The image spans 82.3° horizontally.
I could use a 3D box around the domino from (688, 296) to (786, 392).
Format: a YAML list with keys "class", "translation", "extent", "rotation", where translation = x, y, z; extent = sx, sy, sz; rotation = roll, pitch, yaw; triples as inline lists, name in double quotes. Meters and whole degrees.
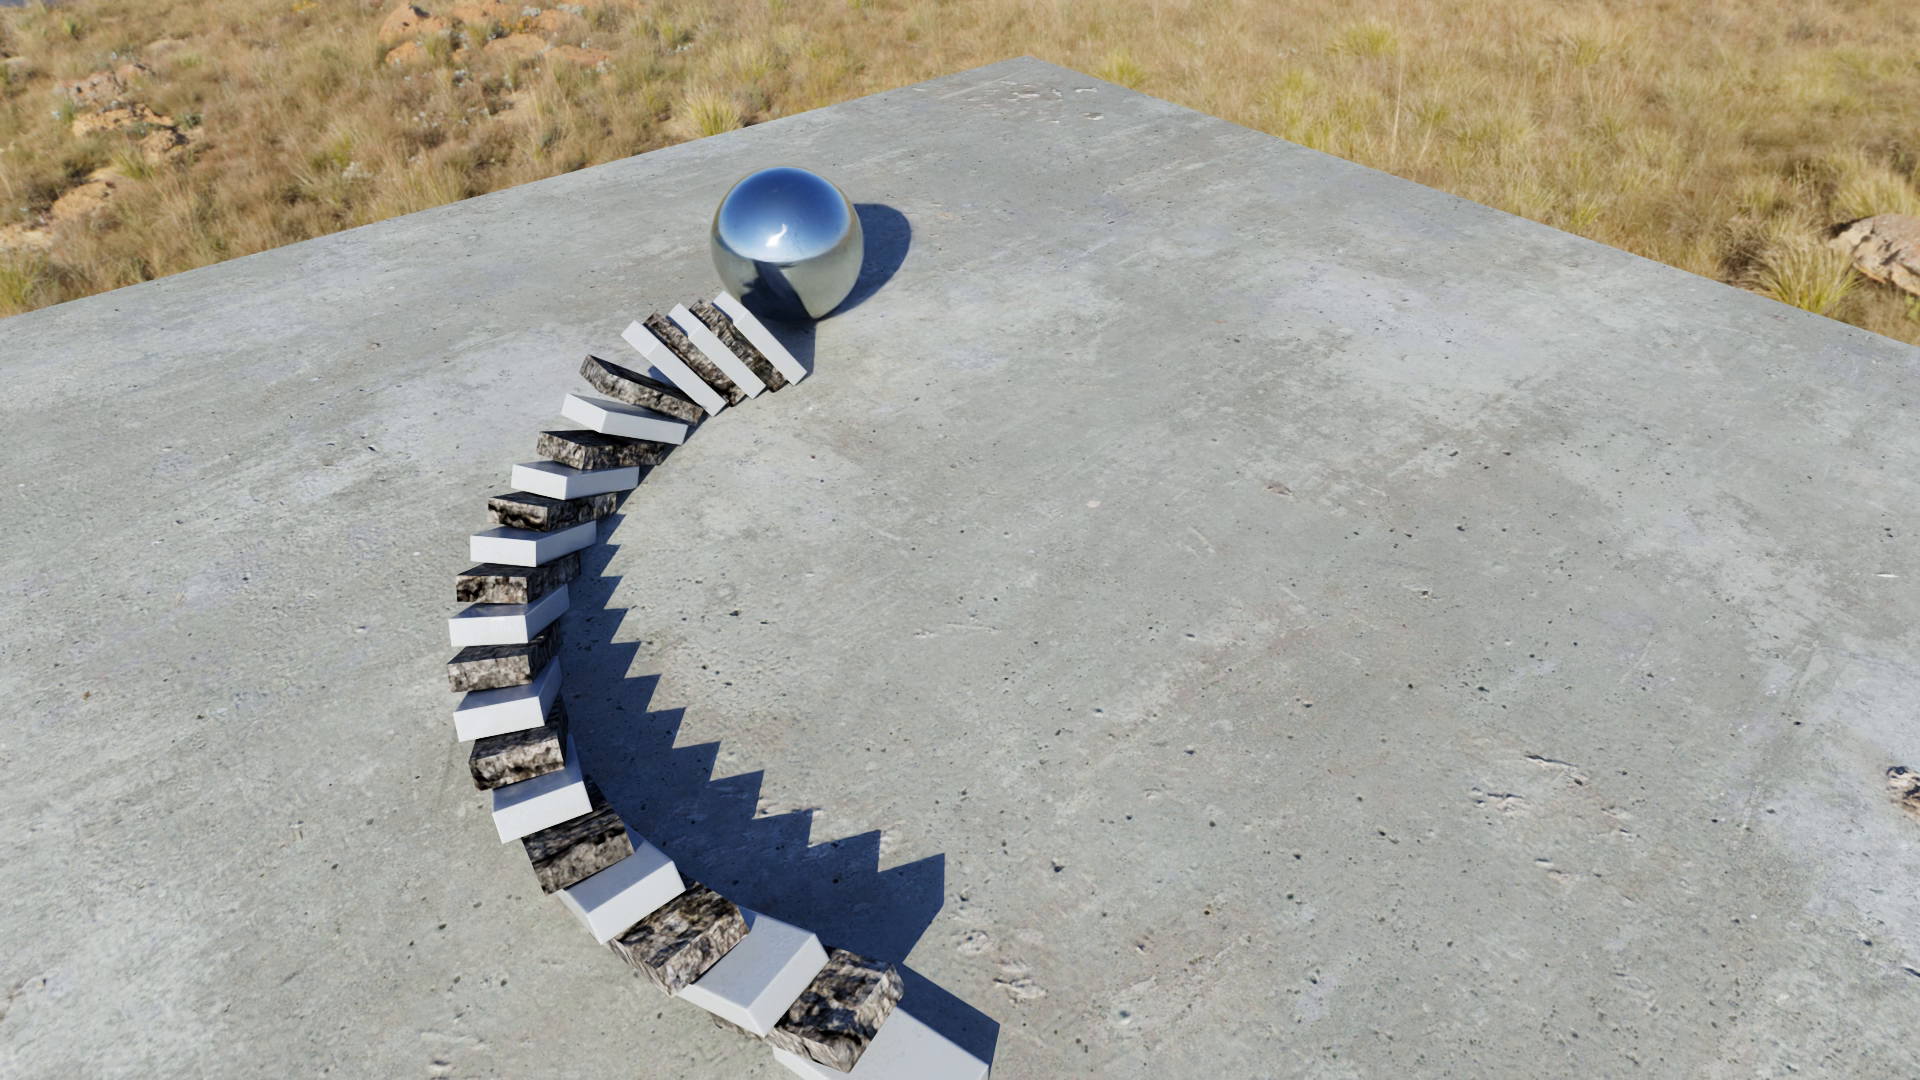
- class: "domino"
  translation: [-0.106, -0.093, 0.528]
  extent: [0.010, 0.050, 0.025]
  rotation: [-47, 51, -2]

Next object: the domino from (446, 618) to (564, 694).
- class: "domino"
  translation: [-0.155, 0.039, 0.378]
  extent: [0.025, 0.009, 0.050]
  rotation: [-6, 10, -8]

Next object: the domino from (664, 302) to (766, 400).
- class: "domino"
  translation: [-0.116, -0.089, 0.523]
  extent: [0.010, 0.050, 0.025]
  rotation: [-47, 51, -2]

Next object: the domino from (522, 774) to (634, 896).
- class: "domino"
  translation: [-0.114, 0.085, 0.322]
  extent: [0.025, 0.010, 0.050]
  rotation: [-23, 16, -25]

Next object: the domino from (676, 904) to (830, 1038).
- class: "domino"
  translation: [-0.061, 0.111, 0.291]
  extent: [0.050, 0.009, 0.025]
  rotation: [-1, 31, 43]

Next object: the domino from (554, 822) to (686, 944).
- class: "domino"
  translation: [-0.099, 0.094, 0.310]
  extent: [0.025, 0.010, 0.050]
  rotation: [-28, 18, -31]

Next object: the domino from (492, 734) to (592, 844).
- class: "domino"
  translation: [-0.128, 0.074, 0.334]
  extent: [0.025, 0.010, 0.050]
  rotation: [-18, 13, -20]

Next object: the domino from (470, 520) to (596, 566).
- class: "domino"
  translation: [-0.164, 0.000, 0.425]
  extent: [0.025, 0.010, 0.050]
  rotation: [5, 10, 6]

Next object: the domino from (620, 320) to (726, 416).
- class: "domino"
  translation: [-0.132, -0.079, 0.510]
  extent: [0.010, 0.050, 0.025]
  rotation: [-48, 52, -4]

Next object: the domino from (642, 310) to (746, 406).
- class: "domino"
  translation: [-0.125, -0.085, 0.517]
  extent: [0.009, 0.050, 0.025]
  rotation: [-47, 51, -2]

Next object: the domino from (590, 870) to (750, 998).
- class: "domino"
  translation: [-0.082, 0.104, 0.300]
  extent: [0.025, 0.010, 0.050]
  rotation: [-34, 25, -35]

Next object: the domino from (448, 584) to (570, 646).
- class: "domino"
  translation: [-0.160, 0.026, 0.393]
  extent: [0.025, 0.009, 0.050]
  rotation: [-3, 10, -3]

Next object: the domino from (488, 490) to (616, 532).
- class: "domino"
  translation: [-0.163, -0.014, 0.442]
  extent: [0.025, 0.009, 0.050]
  rotation: [9, 11, 11]

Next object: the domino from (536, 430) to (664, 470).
- class: "domino"
  translation: [-0.154, -0.040, 0.473]
  extent: [0.025, 0.009, 0.050]
  rotation: [18, 13, 21]

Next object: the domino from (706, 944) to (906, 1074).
- class: "domino"
  translation: [-0.041, 0.117, 0.283]
  extent: [0.050, 0.009, 0.025]
  rotation: [-3, 30, 39]

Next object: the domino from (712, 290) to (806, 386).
- class: "domino"
  translation: [-0.097, -0.097, 0.532]
  extent: [0.009, 0.050, 0.025]
  rotation: [-47, 51, -2]

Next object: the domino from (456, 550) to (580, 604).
- class: "domino"
  translation: [-0.163, 0.013, 0.409]
  extent: [0.025, 0.009, 0.050]
  rotation: [2, 10, 2]

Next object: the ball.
- class: "ball"
  translation: [-0.090, -0.154, 0.576]
  extent: [0.080, 0.080, 0.080]
  rotation: [0, 39, 0]

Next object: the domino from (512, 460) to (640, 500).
- class: "domino"
  translation: [-0.159, -0.026, 0.457]
  extent: [0.025, 0.010, 0.050]
  rotation: [13, 12, 15]

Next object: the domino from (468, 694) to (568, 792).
- class: "domino"
  translation: [-0.139, 0.063, 0.348]
  extent: [0.025, 0.010, 0.050]
  rotation: [-14, 12, -16]

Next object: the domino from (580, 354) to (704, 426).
- class: "domino"
  translation: [-0.145, -0.068, 0.502]
  extent: [0.050, 0.009, 0.025]
  rotation: [19, 14, -47]

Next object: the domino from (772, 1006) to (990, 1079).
- class: "domino"
  translation: [-0.020, 0.133, 0.281]
  extent: [0.050, 0.009, 0.025]
  rotation: [22, 44, 25]

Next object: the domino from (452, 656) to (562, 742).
- class: "domino"
  translation: [-0.148, 0.051, 0.363]
  extent: [0.025, 0.010, 0.050]
  rotation: [-10, 11, -12]

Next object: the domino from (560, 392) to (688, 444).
- class: "domino"
  translation: [-0.148, -0.053, 0.487]
  extent: [0.025, 0.010, 0.050]
  rotation: [24, 9, 26]
